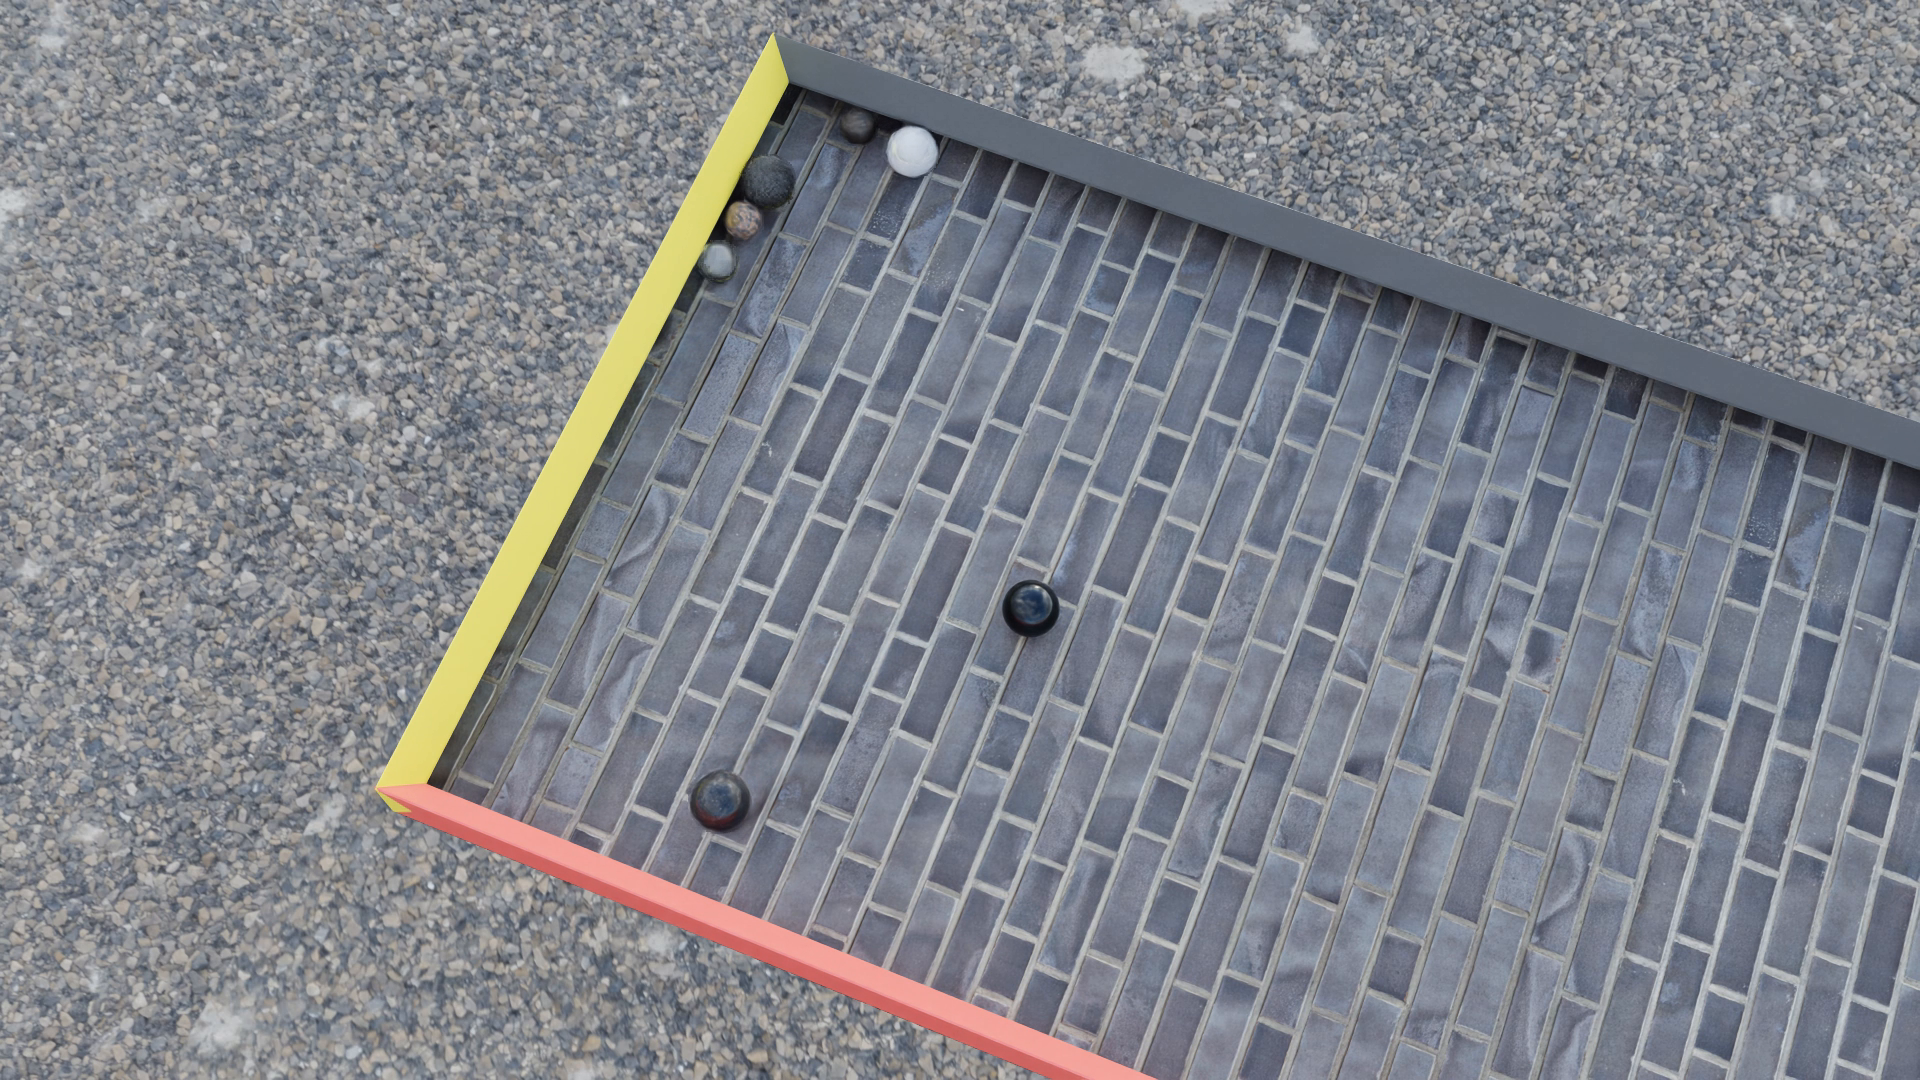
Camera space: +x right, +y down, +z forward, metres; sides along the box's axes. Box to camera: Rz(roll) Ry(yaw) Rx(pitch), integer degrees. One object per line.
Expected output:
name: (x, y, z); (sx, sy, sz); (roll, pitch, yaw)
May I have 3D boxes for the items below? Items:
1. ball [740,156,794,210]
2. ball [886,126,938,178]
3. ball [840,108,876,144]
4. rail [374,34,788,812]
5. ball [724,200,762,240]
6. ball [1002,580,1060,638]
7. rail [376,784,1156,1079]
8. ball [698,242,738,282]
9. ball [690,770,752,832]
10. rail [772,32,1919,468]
ball: (-0.329, -0.612, 3.763); (0.092, 0.092, 0.092); (0, 67, 0)
ball: (-0.083, -0.670, 3.790); (0.087, 0.087, 0.087); (0, 67, 0)
ball: (-0.177, -0.720, 3.824); (0.064, 0.064, 0.064); (0, 67, 0)
rail: (-0.575, -0.222, 3.580); (0.045, 0.120, 1.460); (20, 68, 8)
ball: (-0.370, -0.545, 3.749); (0.065, 0.065, 0.065); (0, 67, 0)
ball: (0.112, 0.108, 3.457); (0.091, 0.091, 0.091); (0, 67, 0)
rail: (0.332, 0.815, 3.139); (2.573, 0.120, 0.045); (20, 68, 8)
ball: (-0.409, -0.469, 3.715); (0.069, 0.069, 0.069); (0, 67, 0)
ball: (-0.363, 0.396, 3.334); (0.093, 0.093, 0.093); (0, 67, 0)
rail: (0.861, -0.390, 3.652); (2.573, 0.120, 0.045); (20, 68, 8)
